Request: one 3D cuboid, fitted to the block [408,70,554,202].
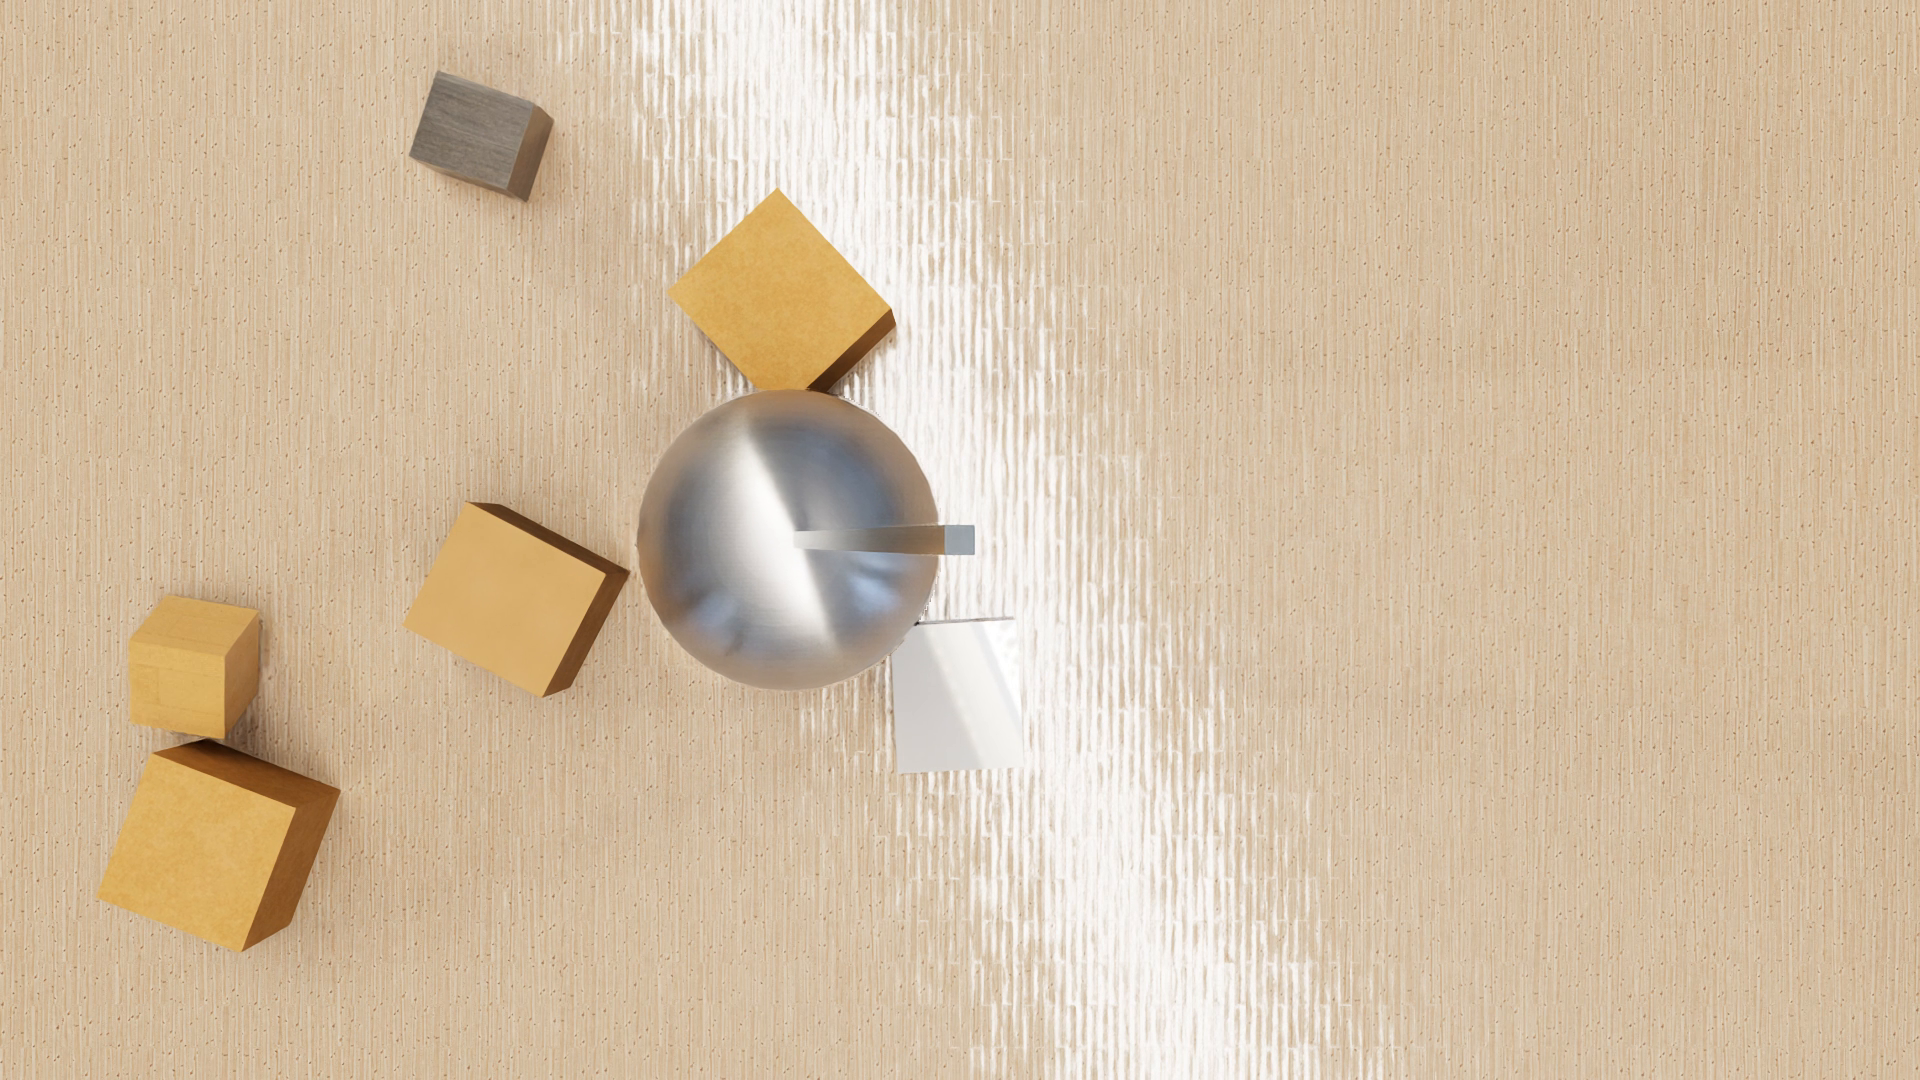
[{"bbox_3d":[-2.754,-2.323,12.700,0.582,0.586,0.513,19,92,0],"label":"block"}]

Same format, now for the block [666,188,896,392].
[{"bbox_3d":[-0.991,-1.312,12.510,0.837,0.980,0.908,-43,90,0],"label":"block"}]

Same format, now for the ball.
[{"bbox_3d":[-0.901,0.000,11.632,1.600,1.600,1.600,0,90,0],"label":"ball"}]

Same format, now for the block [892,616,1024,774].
[{"bbox_3d":[-0.017,0.881,12.677,0.710,0.645,0.826,-3,90,0],"label":"block"}]

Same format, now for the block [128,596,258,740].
[{"bbox_3d":[-4.393,0.728,12.634,0.540,0.540,0.553,10,117,0],"label":"block"}]

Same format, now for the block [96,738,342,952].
[{"bbox_3d":[-4.209,1.724,12.556,0.855,0.889,0.853,21,90,0],"label":"block"}]

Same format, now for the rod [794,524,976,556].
[{"bbox_3d":[-0.391,0.000,8.271,0.080,5.200,0.080,0,90,-9],"label":"rod"}]

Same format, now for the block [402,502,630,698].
[{"bbox_3d":[-2.510,0.330,12.552,0.867,0.897,0.771,28,90,0],"label":"block"}]
